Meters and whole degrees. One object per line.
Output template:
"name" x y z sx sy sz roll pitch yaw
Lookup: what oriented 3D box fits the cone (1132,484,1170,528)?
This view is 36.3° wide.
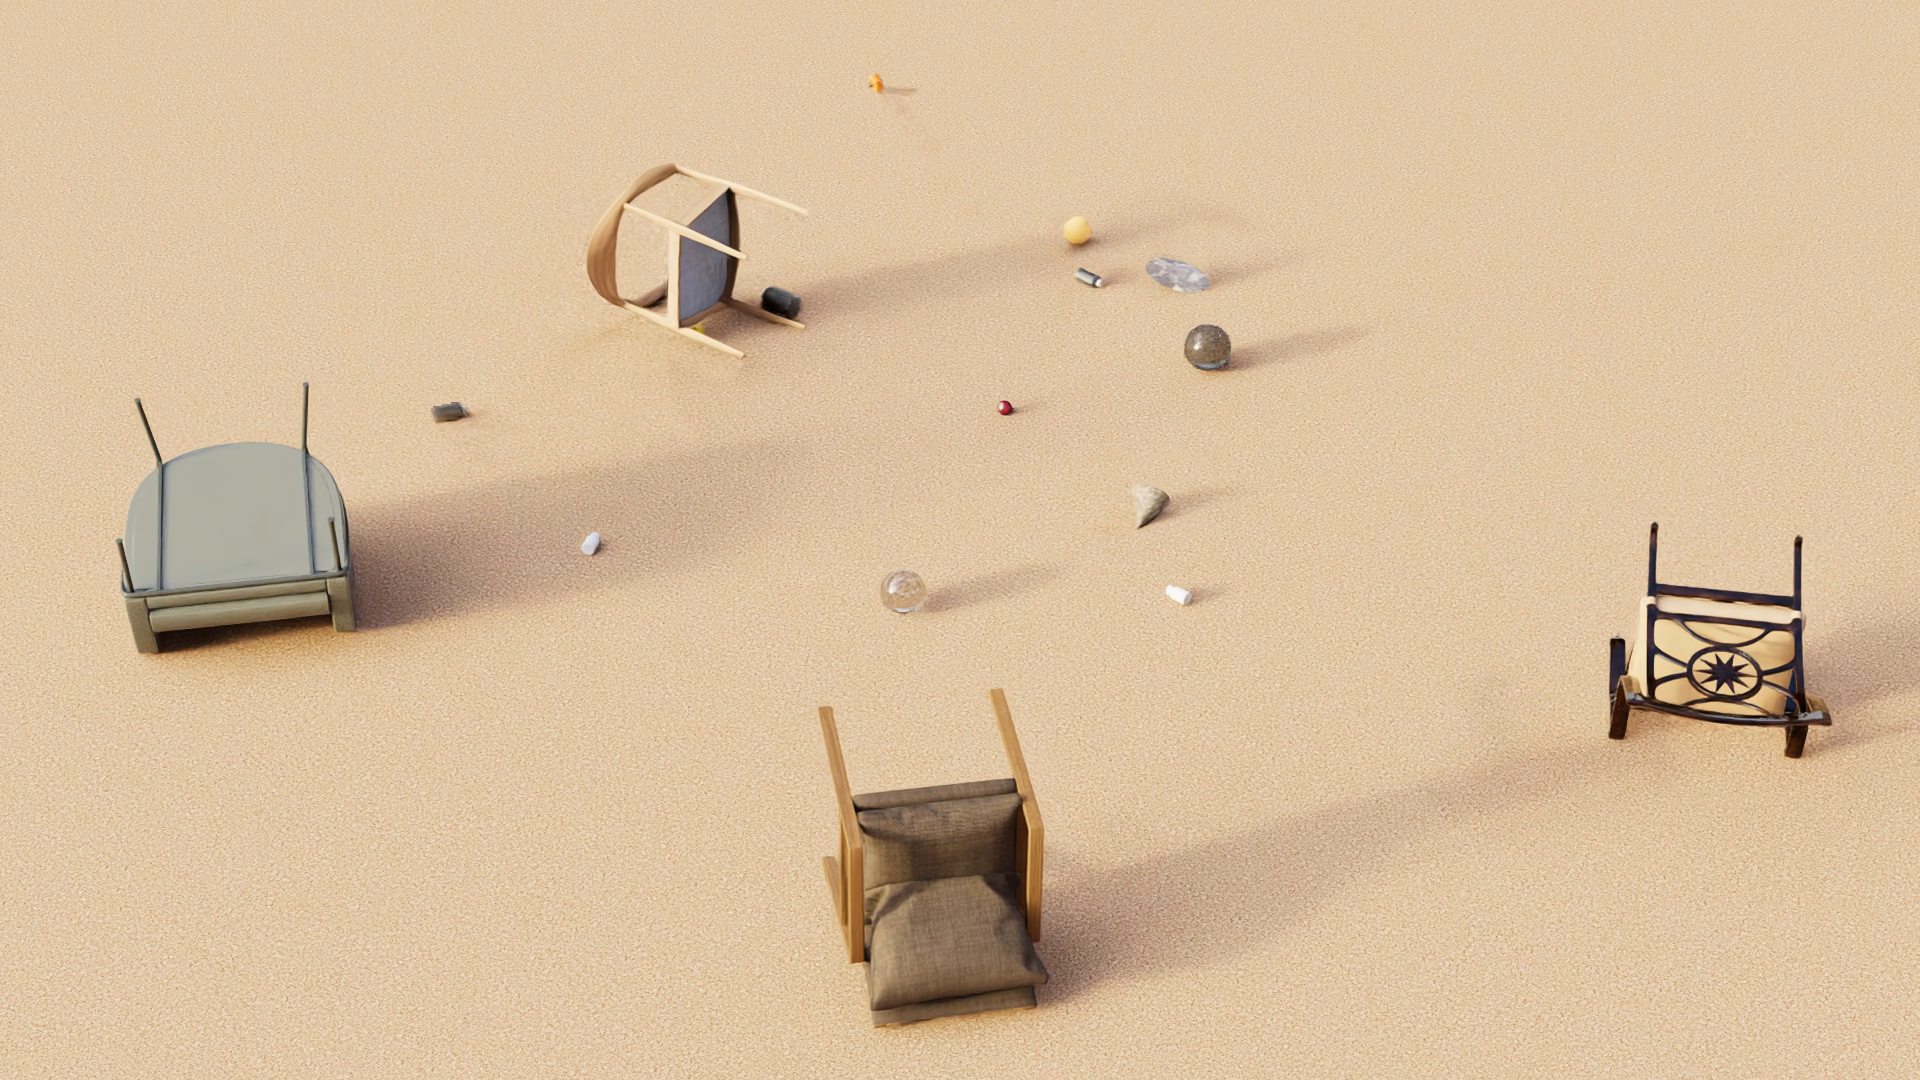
"cone" 0.692 -0.105 11.041 0.147 0.159 0.151 32 63 -19

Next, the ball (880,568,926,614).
"ball" -0.205 0.184 10.516 0.163 0.163 0.163 0 33 0

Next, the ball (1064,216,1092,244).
"ball" 0.519 -1.361 12.898 0.122 0.122 0.122 0 33 0

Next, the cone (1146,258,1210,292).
"cone" 0.897 -1.143 12.606 0.307 0.124 0.203 16 3 -21

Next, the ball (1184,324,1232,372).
"ball" 1.010 -0.786 11.962 0.193 0.193 0.193 0 33 0
